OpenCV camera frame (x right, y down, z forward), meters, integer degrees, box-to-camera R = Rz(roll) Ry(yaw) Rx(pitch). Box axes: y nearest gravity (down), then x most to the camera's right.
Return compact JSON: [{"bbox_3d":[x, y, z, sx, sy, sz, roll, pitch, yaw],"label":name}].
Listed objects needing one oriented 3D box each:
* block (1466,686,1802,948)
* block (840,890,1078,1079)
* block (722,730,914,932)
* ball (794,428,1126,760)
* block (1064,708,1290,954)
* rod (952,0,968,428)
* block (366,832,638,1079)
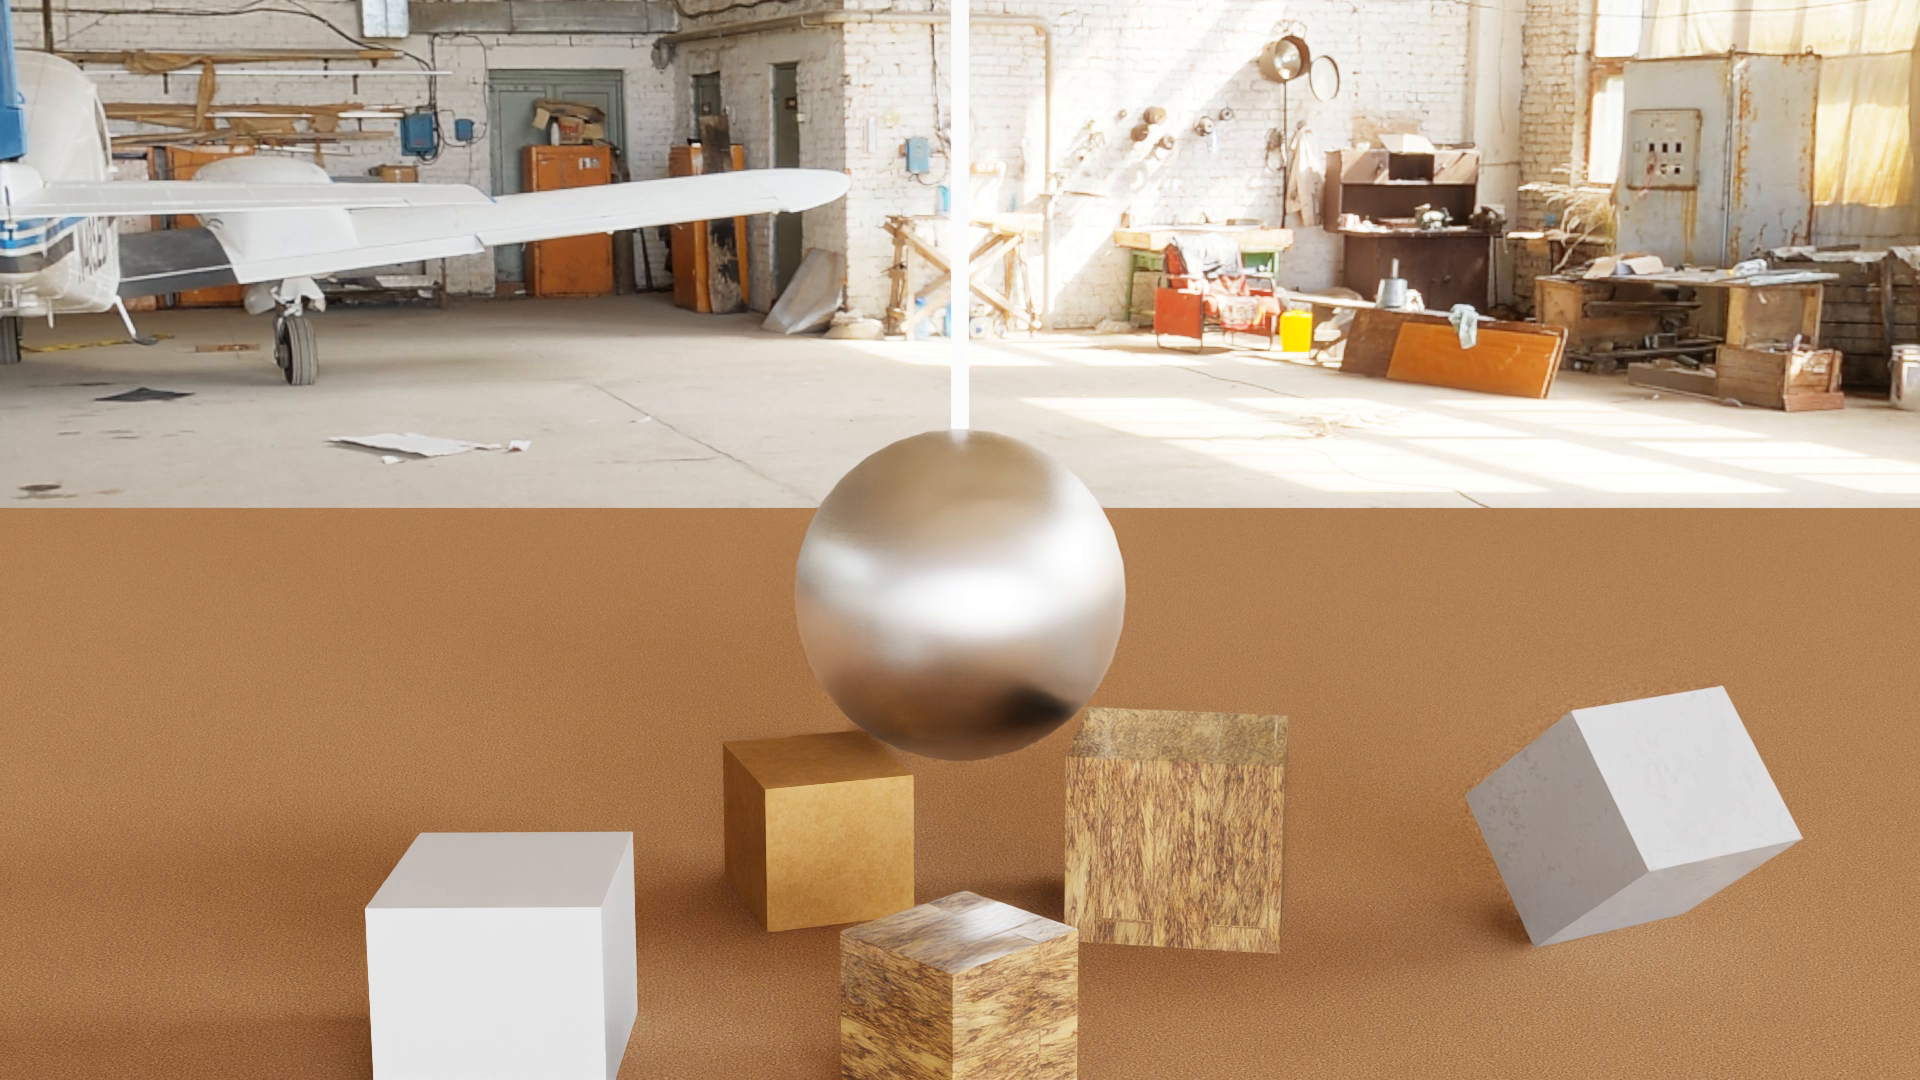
[{"bbox_3d":[2.961,1.223,9.734,0.906,0.748,0.836,-6,-29,-28],"label":"block"},{"bbox_3d":[-0.002,1.751,8.166,0.645,0.634,0.597,-10,14,-43],"label":"block"},{"bbox_3d":[-0.673,1.345,10.309,0.692,0.665,0.820,-4,11,-19],"label":"block"},{"bbox_3d":[0.000,0.261,10.602,1.600,1.600,1.600,0,10,0],"label":"ball"},{"bbox_3d":[1.004,1.302,10.039,0.947,0.846,0.872,2,10,10],"label":"block"},{"bbox_3d":[0.000,-3.128,10.340,0.080,5.200,0.080,0,4,0],"label":"rod"},{"bbox_3d":[-1.733,1.629,8.464,0.851,0.766,0.885,0,10,-1],"label":"block"}]
